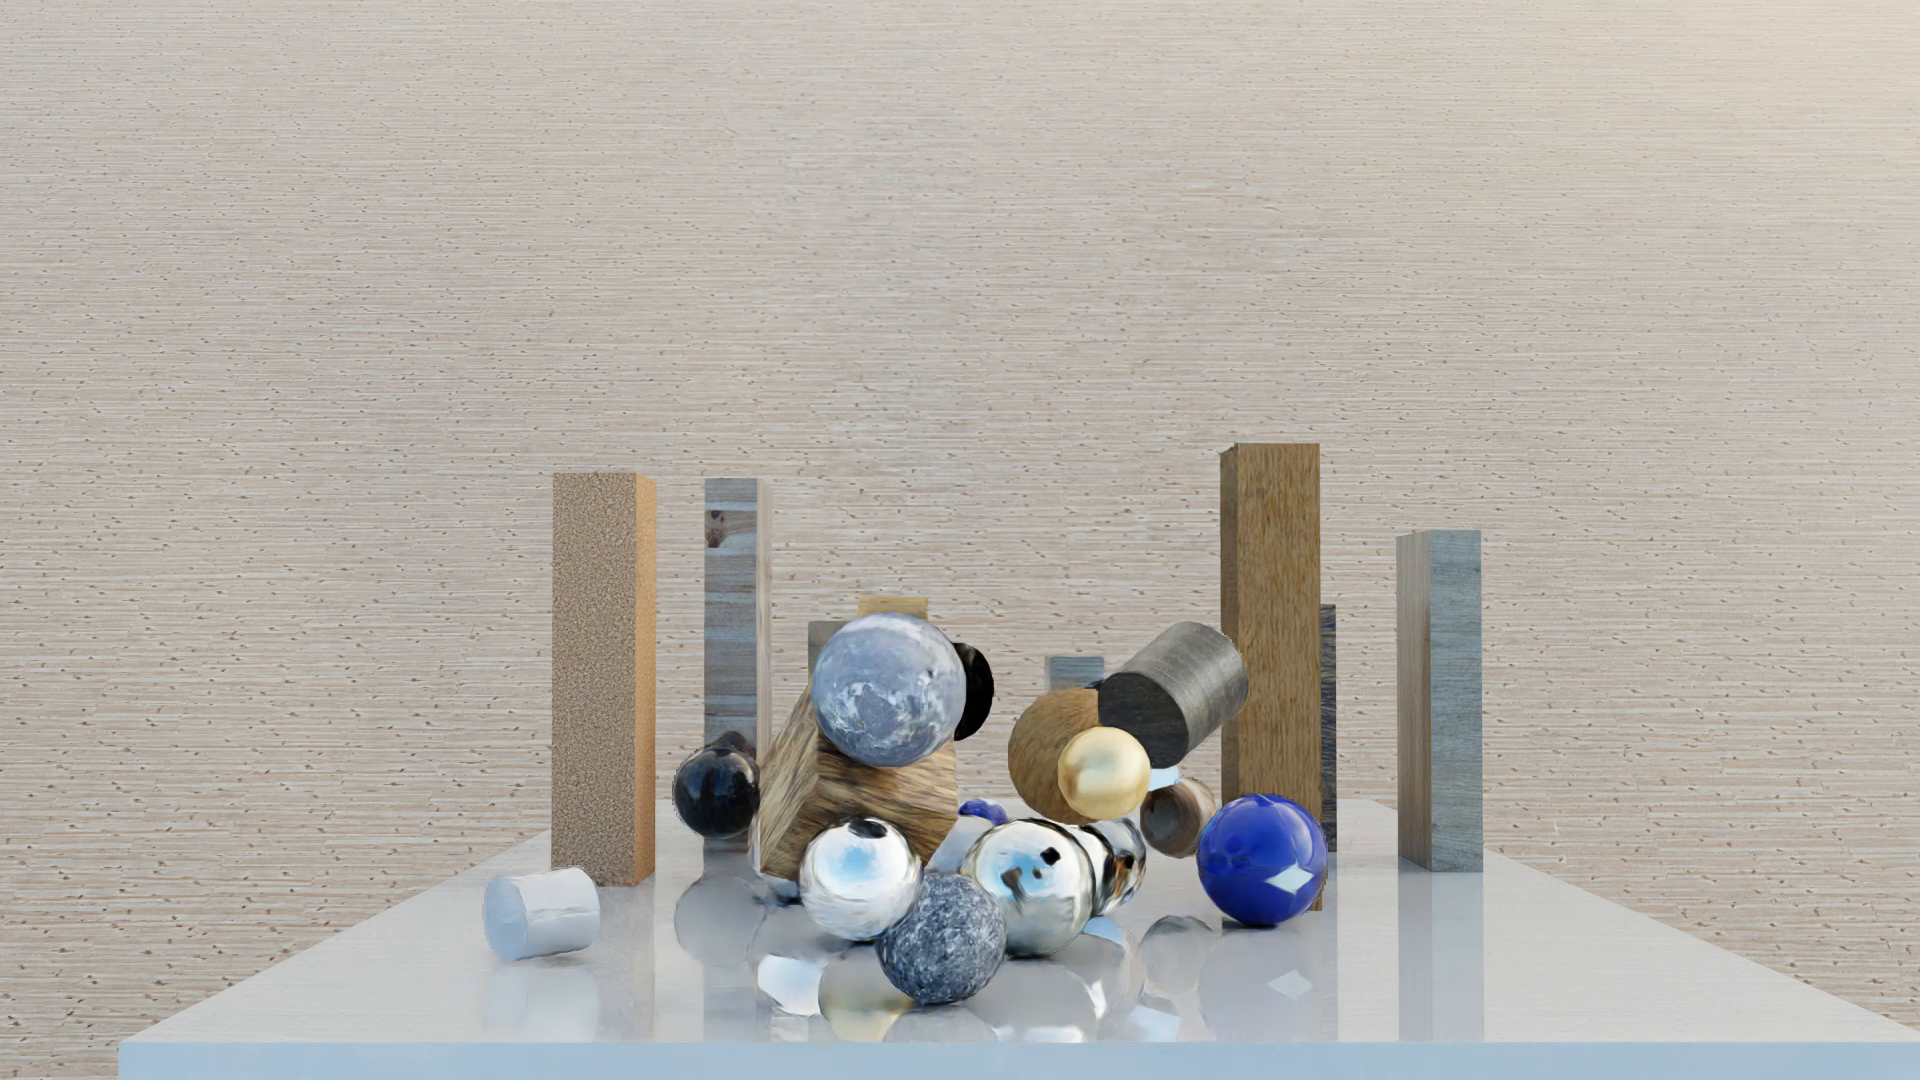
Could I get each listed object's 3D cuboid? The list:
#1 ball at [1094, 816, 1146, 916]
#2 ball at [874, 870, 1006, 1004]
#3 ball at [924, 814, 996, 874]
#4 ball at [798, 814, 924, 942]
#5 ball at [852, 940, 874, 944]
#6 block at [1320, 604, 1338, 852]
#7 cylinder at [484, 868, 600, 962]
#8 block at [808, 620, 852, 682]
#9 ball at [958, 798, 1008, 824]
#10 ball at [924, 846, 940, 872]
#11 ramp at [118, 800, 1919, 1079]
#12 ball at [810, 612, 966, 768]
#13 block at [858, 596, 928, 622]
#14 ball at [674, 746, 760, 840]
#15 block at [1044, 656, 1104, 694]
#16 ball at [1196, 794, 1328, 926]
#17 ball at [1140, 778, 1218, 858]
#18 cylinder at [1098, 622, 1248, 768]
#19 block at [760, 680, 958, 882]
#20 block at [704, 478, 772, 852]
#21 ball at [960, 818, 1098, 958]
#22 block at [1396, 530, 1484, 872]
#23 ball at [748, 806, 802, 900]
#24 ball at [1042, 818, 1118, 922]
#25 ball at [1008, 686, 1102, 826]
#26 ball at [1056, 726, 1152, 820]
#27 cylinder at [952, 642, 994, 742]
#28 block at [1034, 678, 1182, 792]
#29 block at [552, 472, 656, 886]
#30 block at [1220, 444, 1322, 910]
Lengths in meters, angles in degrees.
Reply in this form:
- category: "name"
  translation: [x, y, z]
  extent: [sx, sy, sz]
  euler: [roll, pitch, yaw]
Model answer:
- category: "ball"
  translation: [0.206, 0.503, 4.097]
  extent: [0.177, 0.177, 0.177]
  euler: [0, 35, 0]
- category: "ball"
  translation: [-0.024, 0.480, 3.141]
  extent: [0.160, 0.160, 0.160]
  euler: [0, 35, 0]
- category: "ball"
  translation: [0.008, 0.493, 3.818]
  extent: [0.178, 0.178, 0.178]
  euler: [0, 35, 0]
- category: "ball"
  translation: [-0.116, 0.396, 3.047]
  extent: [0.147, 0.147, 0.147]
  euler: [0, 35, 0]
- category: "ball"
  translation: [-0.131, 0.507, 3.735]
  extent: [0.146, 0.146, 0.146]
  euler: [0, 35, 0]
- category: "block"
  translation: [0.720, 0.386, 5.452]
  extent: [0.083, 0.500, 0.398]
  euler: [0, -2, 0]
- category: "cylinder"
  translation: [-0.570, 0.510, 3.545]
  extent: [0.114, 0.114, 0.114]
  euler: [-3, 30, -40]
- category: "block"
  translation: [-0.280, 0.413, 5.762]
  extent: [0.091, 0.468, 0.331]
  euler: [0, -2, 0]
- category: "ball"
  translation: [0.041, 0.571, 5.188]
  extent: [0.113, 0.113, 0.113]
  euler: [0, 35, 0]
- category: "ball"
  translation: [-0.100, 0.549, 4.691]
  extent: [0.125, 0.125, 0.125]
  euler: [0, 35, 0]
- category: "ramp"
  translation: [0.078, 0.667, 4.845]
  extent: [2.000, 0.100, 4.000]
  euler: [0, -2, 0]
- category: "ball"
  translation: [-0.084, 0.176, 3.070]
  extent: [0.185, 0.185, 0.185]
  euler: [0, 35, 0]
- category: "block"
  translation: [-0.123, 0.363, 4.913]
  extent: [0.124, 0.511, 0.306]
  euler: [0, -2, 0]
- category: "ball"
  translation: [-0.475, 0.500, 5.148]
  extent: [0.184, 0.184, 0.184]
  euler: [0, 35, 0]
- category: "block"
  translation: [0.205, 0.411, 4.690]
  extent: [0.095, 0.401, 0.312]
  euler: [0, -2, 0]
- category: "ball"
  translation: [0.461, 0.488, 3.963]
  extent: [0.199, 0.199, 0.199]
  euler: [0, 35, 0]
- category: "ball"
  translation: [0.385, 0.488, 4.560]
  extent: [0.141, 0.141, 0.141]
  euler: [0, 35, 0]
- category: "cylinder"
  translation: [0.281, 0.204, 3.422]
  extent: [0.144, 0.144, 0.144]
  euler: [24, 40, 30]
- category: "block"
  translation: [-0.127, 0.307, 3.199]
  extent: [0.182, 0.182, 0.182]
  euler: [18, 39, -19]
- category: "block"
  translation: [-0.464, 0.259, 5.465]
  extent: [0.106, 0.755, 0.436]
  euler: [0, -2, 0]
- category: "ball"
  translation: [0.093, 0.479, 3.586]
  extent: [0.191, 0.191, 0.191]
  euler: [0, 35, 0]
- category: "block"
  translation: [0.921, 0.305, 5.005]
  extent: [0.095, 0.634, 0.373]
  euler: [0, -2, 0]
- category: "ball"
  translation: [-0.257, 0.503, 4.335]
  extent: [0.195, 0.195, 0.195]
  euler: [0, 35, 0]
- category: "ball"
  translation: [0.154, 0.502, 3.932]
  extent: [0.169, 0.169, 0.169]
  euler: [0, 35, 0]
- category: "ball"
  translation: [0.169, 0.313, 3.770]
  extent: [0.200, 0.200, 0.200]
  euler: [0, 35, 0]
- category: "ball"
  translation: [0.179, 0.290, 3.232]
  extent: [0.117, 0.117, 0.117]
  euler: [0, 35, 0]
- category: "cylinder"
  translation: [-0.059, 0.252, 4.437]
  extent: [0.167, 0.167, 0.167]
  euler: [-28, 20, -33]
- category: "block"
  translation: [0.249, 0.341, 4.439]
  extent: [0.194, 0.194, 0.194]
  euler: [-16, -2, -1]
- category: "block"
  translation: [-0.643, 0.249, 4.711]
  extent: [0.147, 0.726, 0.305]
  euler: [0, -2, 0]
- category: "block"
  translation: [0.513, 0.224, 4.310]
  extent: [0.133, 0.750, 0.275]
  euler: [0, -2, 0]
